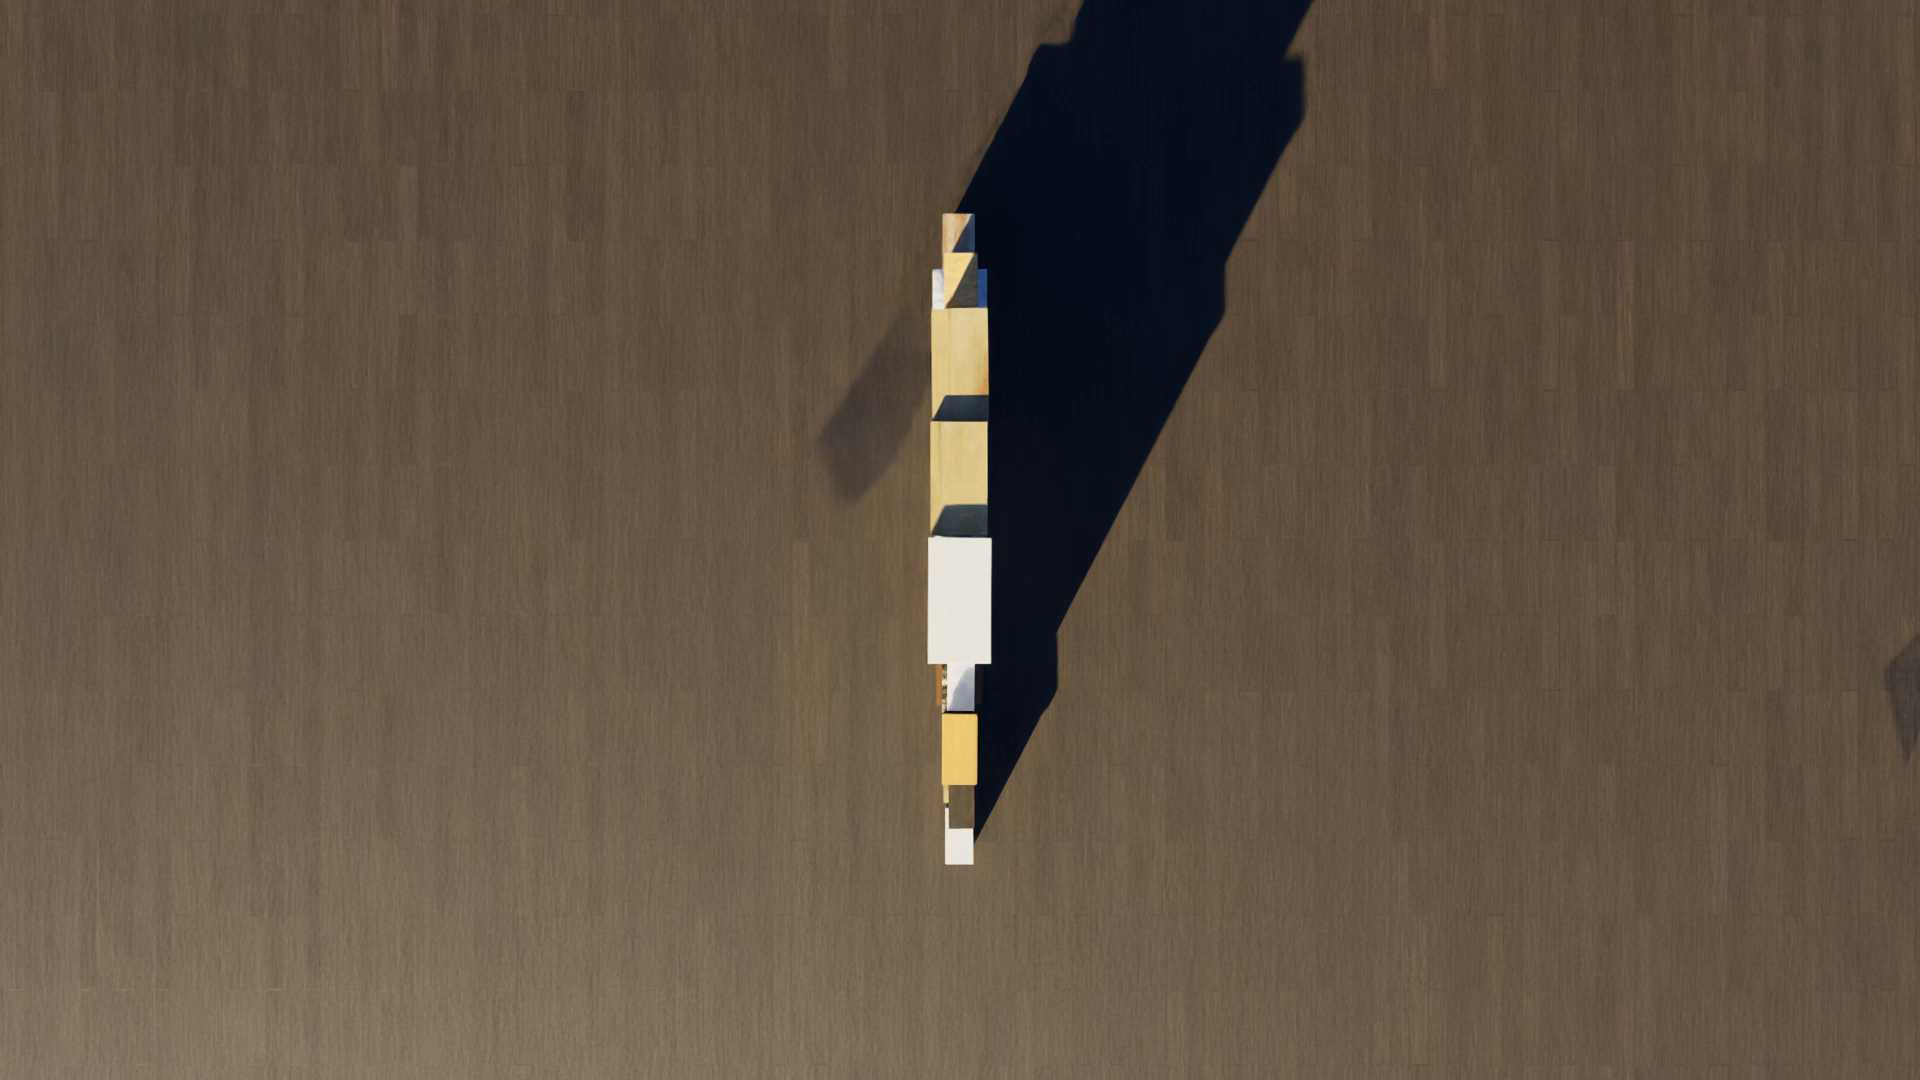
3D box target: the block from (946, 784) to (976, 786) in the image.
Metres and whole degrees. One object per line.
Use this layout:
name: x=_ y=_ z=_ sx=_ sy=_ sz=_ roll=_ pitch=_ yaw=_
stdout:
block: x=0.004 y=0.663 z=5.083 sx=0.091 sy=0.026 sz=0.182 roll=0 pitch=90 yaw=0

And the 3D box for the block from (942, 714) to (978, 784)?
block: x=-0.001 y=0.598 z=4.722 sx=0.100 sy=0.028 sz=0.200 roll=0 pitch=90 yaw=0

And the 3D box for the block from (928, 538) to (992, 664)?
block: x=-0.001 y=0.164 z=4.486 sx=0.170 sy=0.048 sz=0.340 roll=0 pitch=90 yaw=0

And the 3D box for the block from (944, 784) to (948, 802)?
block: x=-0.004 y=0.743 z=5.292 sx=0.097 sy=0.028 sz=0.194 roll=0 pitch=90 yaw=0

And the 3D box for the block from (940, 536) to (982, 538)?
block: x=0.003 y=-0.102 z=4.868 sx=0.126 sy=0.036 sz=0.253 roll=0 pitch=90 yaw=0

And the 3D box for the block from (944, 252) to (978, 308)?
block: x=0.003 y=-0.737 z=4.799 sx=0.097 sy=0.027 sz=0.194 roll=-1 pitch=90 yaw=0

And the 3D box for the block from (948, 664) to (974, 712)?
block: x=0.003 y=0.415 z=4.769 sx=0.078 sy=0.022 sz=0.156 roll=0 pitch=90 yaw=1

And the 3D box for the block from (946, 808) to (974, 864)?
block: x=-0.002 y=0.951 z=5.308 sx=0.090 sy=0.025 sz=0.179 roll=0 pitch=90 yaw=0

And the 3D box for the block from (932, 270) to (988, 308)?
block: x=0.000 y=-0.672 z=5.141 sx=0.168 sy=0.048 sz=0.336 roll=0 pitch=90 yaw=0

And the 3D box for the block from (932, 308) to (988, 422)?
block: x=0.001 y=-0.482 z=4.549 sx=0.154 sy=0.044 sz=0.309 roll=-1 pitch=90 yaw=0

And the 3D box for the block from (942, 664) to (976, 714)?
block: x=-0.004 y=0.468 z=4.950 sx=0.099 sy=0.028 sz=0.198 roll=0 pitch=90 yaw=0

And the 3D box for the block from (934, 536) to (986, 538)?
block: x=0.000 y=-0.045 z=5.162 sx=0.158 sy=0.045 sz=0.316 roll=0 pitch=90 yaw=0

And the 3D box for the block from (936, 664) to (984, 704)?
block: x=-0.002 y=0.368 z=5.183 sx=0.148 sy=0.042 sz=0.296 roll=0 pitch=90 yaw=0

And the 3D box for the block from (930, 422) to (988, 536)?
block: x=-0.002 y=-0.168 z=4.519 sx=0.155 sy=0.044 sz=0.310 roll=0 pitch=90 yaw=0

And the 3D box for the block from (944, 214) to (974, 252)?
block: x=-0.003 y=-0.940 z=5.284 sx=0.101 sy=0.029 sz=0.202 roll=0 pitch=90 yaw=0

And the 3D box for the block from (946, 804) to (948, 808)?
block: x=-0.002 y=0.892 z=5.410 sx=0.090 sy=0.179 sz=0.025 roll=0 pitch=90 yaw=0

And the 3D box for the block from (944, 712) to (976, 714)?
block: x=0.000 y=0.532 z=4.836 sx=0.100 sy=0.200 sz=0.028 roll=0 pitch=90 yaw=0

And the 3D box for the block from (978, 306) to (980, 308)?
block: x=0.009 y=-0.671 z=4.909 sx=0.097 sy=0.194 sz=0.027 roll=0 pitch=90 yaw=0

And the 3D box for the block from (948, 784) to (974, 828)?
block: x=0.004 y=0.780 z=4.906 sx=0.077 sy=0.022 sz=0.154 roll=0 pitch=90 yaw=0
